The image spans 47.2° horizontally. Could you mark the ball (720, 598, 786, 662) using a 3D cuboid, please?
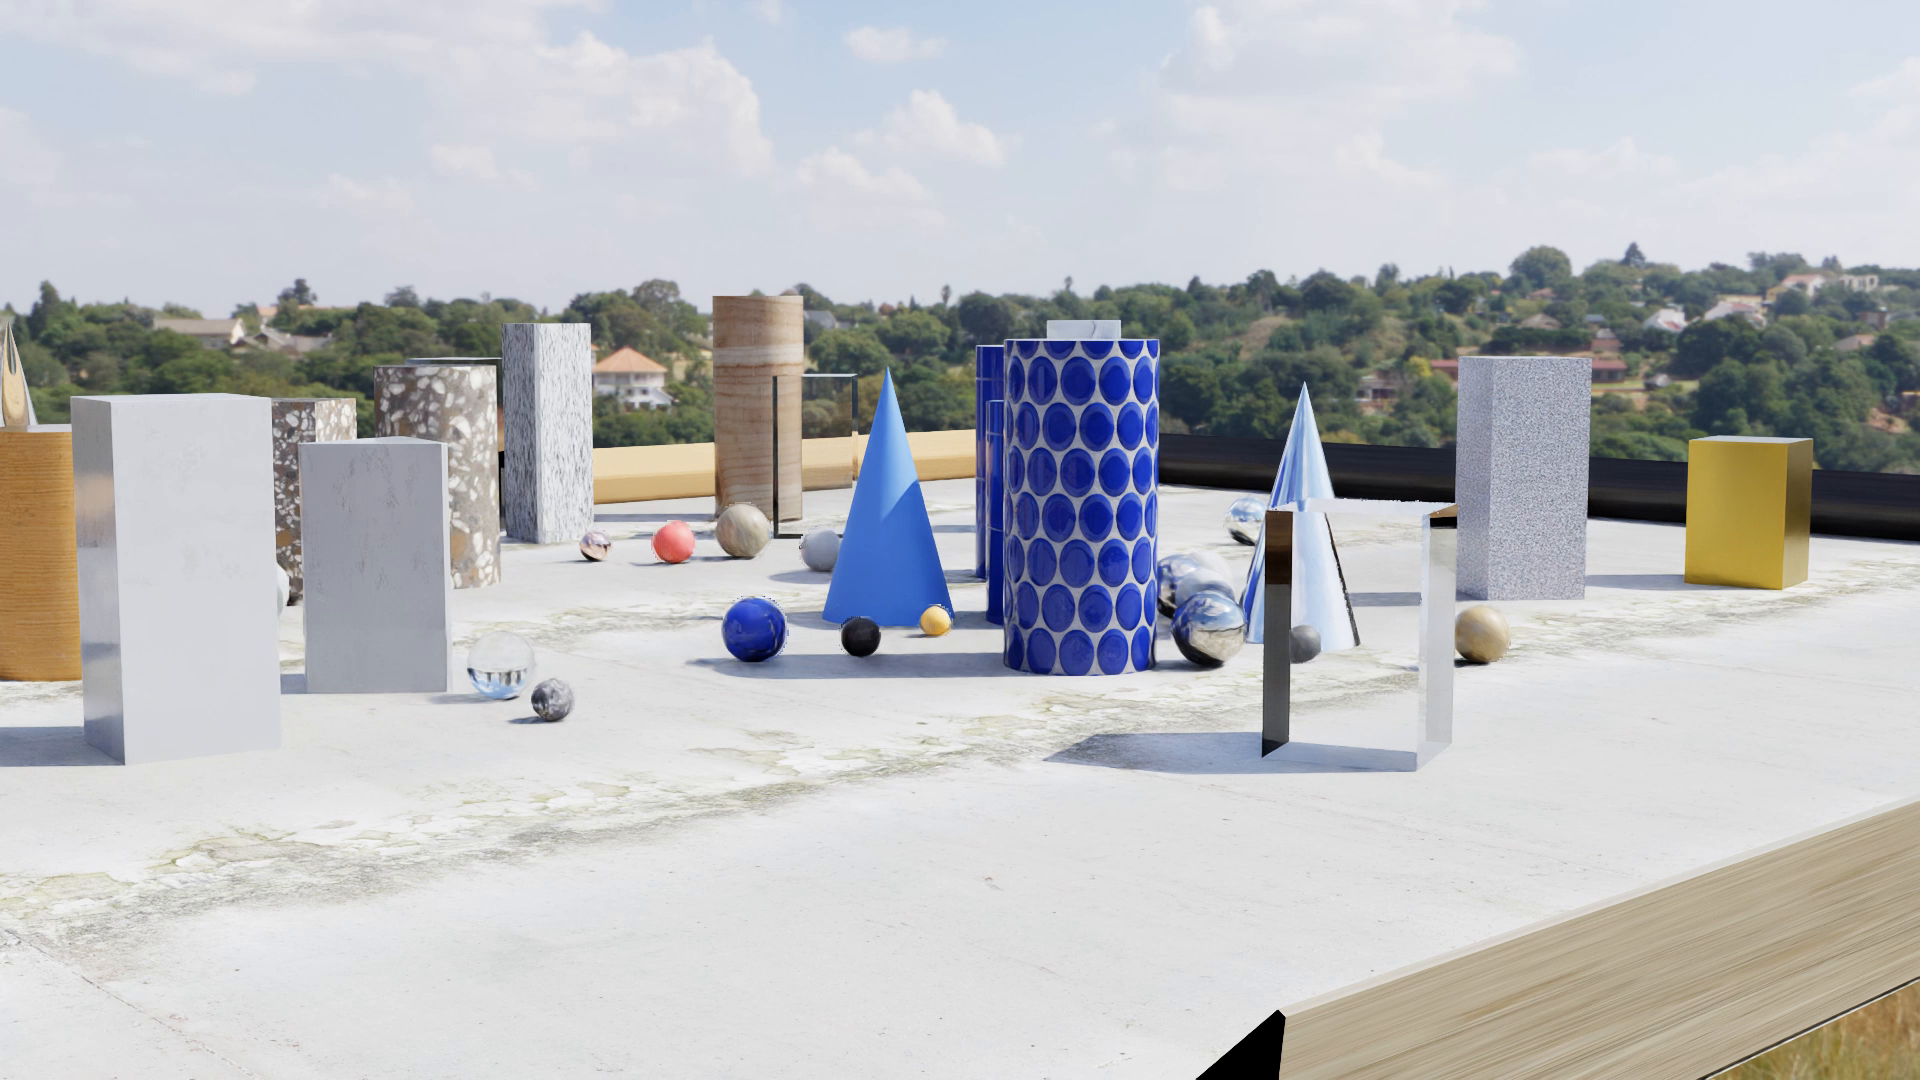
[{"bbox_3d":[-0.260,0.114,2.777,0.082,0.082,0.082,0,6,0],"label":"ball"}]

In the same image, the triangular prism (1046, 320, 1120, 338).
[{"bbox_3d":[0.286,-0.237,4.491,0.168,0.422,0.145,4,7,35],"label":"triangular prism"}]

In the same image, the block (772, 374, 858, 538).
[{"bbox_3d":[-0.284,-0.167,4.340,0.155,0.315,0.155,0,6,1],"label":"block"}]

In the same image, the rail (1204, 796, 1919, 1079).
[{"bbox_3d":[1.218,0.170,2.020,3.936,0.126,0.045,-6,8,-42],"label":"rail"}]

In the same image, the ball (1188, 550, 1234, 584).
[{"bbox_3d":[0.363,0.059,3.273,0.088,0.088,0.088,0,6,0],"label":"ball"}]

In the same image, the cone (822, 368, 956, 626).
[{"bbox_3d":[-0.104,-0.069,3.175,0.194,0.363,0.194,0,6,0],"label":"cone"}]

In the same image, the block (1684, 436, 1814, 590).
[{"bbox_3d":[1.289,-0.048,3.592,0.155,0.234,0.155,4,7,35],"label":"block"}]

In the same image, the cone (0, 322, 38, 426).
[{"bbox_3d":[-1.430,-0.119,3.325,0.194,0.431,0.194,0,6,0],"label":"cone"}]

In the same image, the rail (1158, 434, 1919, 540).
[{"bbox_3d":[1.429,-0.105,4.643,0.045,0.126,3.638,-6,8,-42],"label":"rail"}]

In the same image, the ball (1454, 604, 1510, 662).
[{"bbox_3d":[0.657,0.118,2.778,0.073,0.073,0.073,0,6,0],"label":"ball"}]

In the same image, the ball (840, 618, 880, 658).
[{"bbox_3d":[-0.127,0.125,2.821,0.052,0.052,0.052,0,6,0],"label":"ball"}]

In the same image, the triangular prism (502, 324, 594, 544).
[{"bbox_3d":[-0.783,-0.211,4.272,0.145,0.417,0.168,-4,7,-33],"label":"triangular prism"}]

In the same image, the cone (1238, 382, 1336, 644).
[{"bbox_3d":[0.467,-0.043,2.997,0.194,0.348,0.194,0,6,0],"label":"cone"}]

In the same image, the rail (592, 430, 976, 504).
[{"bbox_3d":[-1.218,-0.105,4.644,3.936,0.126,0.045,-6,8,-42],"label":"rail"}]

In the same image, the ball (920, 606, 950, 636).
[{"bbox_3d":[-0.034,0.111,2.999,0.041,0.041,0.041,0,6,0],"label":"ball"}]

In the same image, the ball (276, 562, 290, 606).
[{"bbox_3d":[-1.010,0.069,3.163,0.090,0.090,0.090,0,6,0],"label":"ball"}]

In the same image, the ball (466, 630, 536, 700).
[{"bbox_3d":[-0.525,0.143,2.519,0.078,0.078,0.078,0,6,0],"label":"ball"}]

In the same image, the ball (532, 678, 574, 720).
[{"bbox_3d":[-0.442,0.173,2.386,0.046,0.046,0.046,0,6,0],"label":"ball"}]

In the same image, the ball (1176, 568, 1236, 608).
[{"bbox_3d":[0.343,0.082,3.077,0.083,0.083,0.083,0,6,0],"label":"ball"}]

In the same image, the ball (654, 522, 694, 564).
[{"bbox_3d":[-0.501,0.005,3.860,0.072,0.072,0.072,0,6,0],"label":"ball"}]

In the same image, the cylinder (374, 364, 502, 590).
[{"bbox_3d":[-0.848,-0.106,3.573,0.194,0.353,0.194,0,6,0],"label":"cylinder"}]

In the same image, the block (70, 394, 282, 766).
[{"bbox_3d":[-0.799,0.033,2.240,0.155,0.356,0.155,-4,7,-35],"label":"block"}]

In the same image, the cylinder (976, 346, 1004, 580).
[{"bbox_3d":[0.122,-0.131,3.665,0.194,0.384,0.194,0,6,0],"label":"cylinder"}]

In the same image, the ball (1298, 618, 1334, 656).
[{"bbox_3d":[0.459,0.125,2.838,0.047,0.047,0.047,0,6,0],"label":"ball"}]

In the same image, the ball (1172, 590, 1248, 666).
[{"bbox_3d":[0.312,0.111,2.752,0.094,0.094,0.094,0,6,0],"label":"ball"}]

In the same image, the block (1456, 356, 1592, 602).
[{"bbox_3d":[0.875,-0.099,3.432,0.155,0.370,0.155,-1,6,-7],"label":"block"}]

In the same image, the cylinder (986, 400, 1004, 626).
[{"bbox_3d":[0.134,-0.042,3.151,0.194,0.313,0.194,0,6,0],"label":"cylinder"}]

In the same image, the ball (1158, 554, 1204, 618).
[{"bbox_3d":[0.313,0.067,3.171,0.093,0.093,0.093,0,6,0],"label":"ball"}]

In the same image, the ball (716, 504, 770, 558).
[{"bbox_3d":[-0.389,-0.015,3.940,0.097,0.097,0.097,0,6,0],"label":"ball"}]

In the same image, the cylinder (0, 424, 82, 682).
[{"bbox_3d":[-1.100,0.011,2.717,0.194,0.299,0.194,0,6,0],"label":"cylinder"}]

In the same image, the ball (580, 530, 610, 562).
[{"bbox_3d":[-0.645,0.011,3.889,0.054,0.054,0.054,0,6,0],"label":"ball"}]

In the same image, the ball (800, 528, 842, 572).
[{"bbox_3d":[-0.235,0.017,3.742,0.074,0.074,0.074,0,6,0],"label":"ball"}]

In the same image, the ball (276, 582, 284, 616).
[{"bbox_3d":[-0.977,0.084,3.018,0.092,0.092,0.092,0,6,0],"label":"ball"}]

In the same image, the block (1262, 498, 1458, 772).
[{"bbox_3d":[0.403,0.090,2.212,0.155,0.248,0.155,3,7,25],"label":"block"}]

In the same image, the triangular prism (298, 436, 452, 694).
[{"bbox_3d":[-0.679,0.026,2.618,0.168,0.291,0.145,0,6,-2],"label":"triangular prism"}]

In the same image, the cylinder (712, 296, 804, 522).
[{"bbox_3d":[-0.430,-0.284,4.700,0.194,0.472,0.194,0,6,0],"label":"cylinder"}]

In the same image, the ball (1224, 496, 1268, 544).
[{"bbox_3d":[0.548,-0.037,4.178,0.090,0.090,0.090,0,6,0],"label":"ball"}]

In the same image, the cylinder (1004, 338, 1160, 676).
[{"bbox_3d":[0.151,-0.046,2.751,0.194,0.407,0.194,0,6,0],"label":"cylinder"}]

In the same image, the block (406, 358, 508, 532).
[{"bbox_3d":[-0.996,-0.189,4.400,0.155,0.347,0.155,2,6,18],"label":"block"}]

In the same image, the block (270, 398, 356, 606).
[{"bbox_3d":[-1.030,-0.062,3.382,0.155,0.306,0.155,1,6,7],"label":"block"}]

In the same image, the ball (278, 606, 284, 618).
[{"bbox_3d":[-0.983,0.094,3.100,0.055,0.055,0.055,0,6,0],"label":"ball"}]
